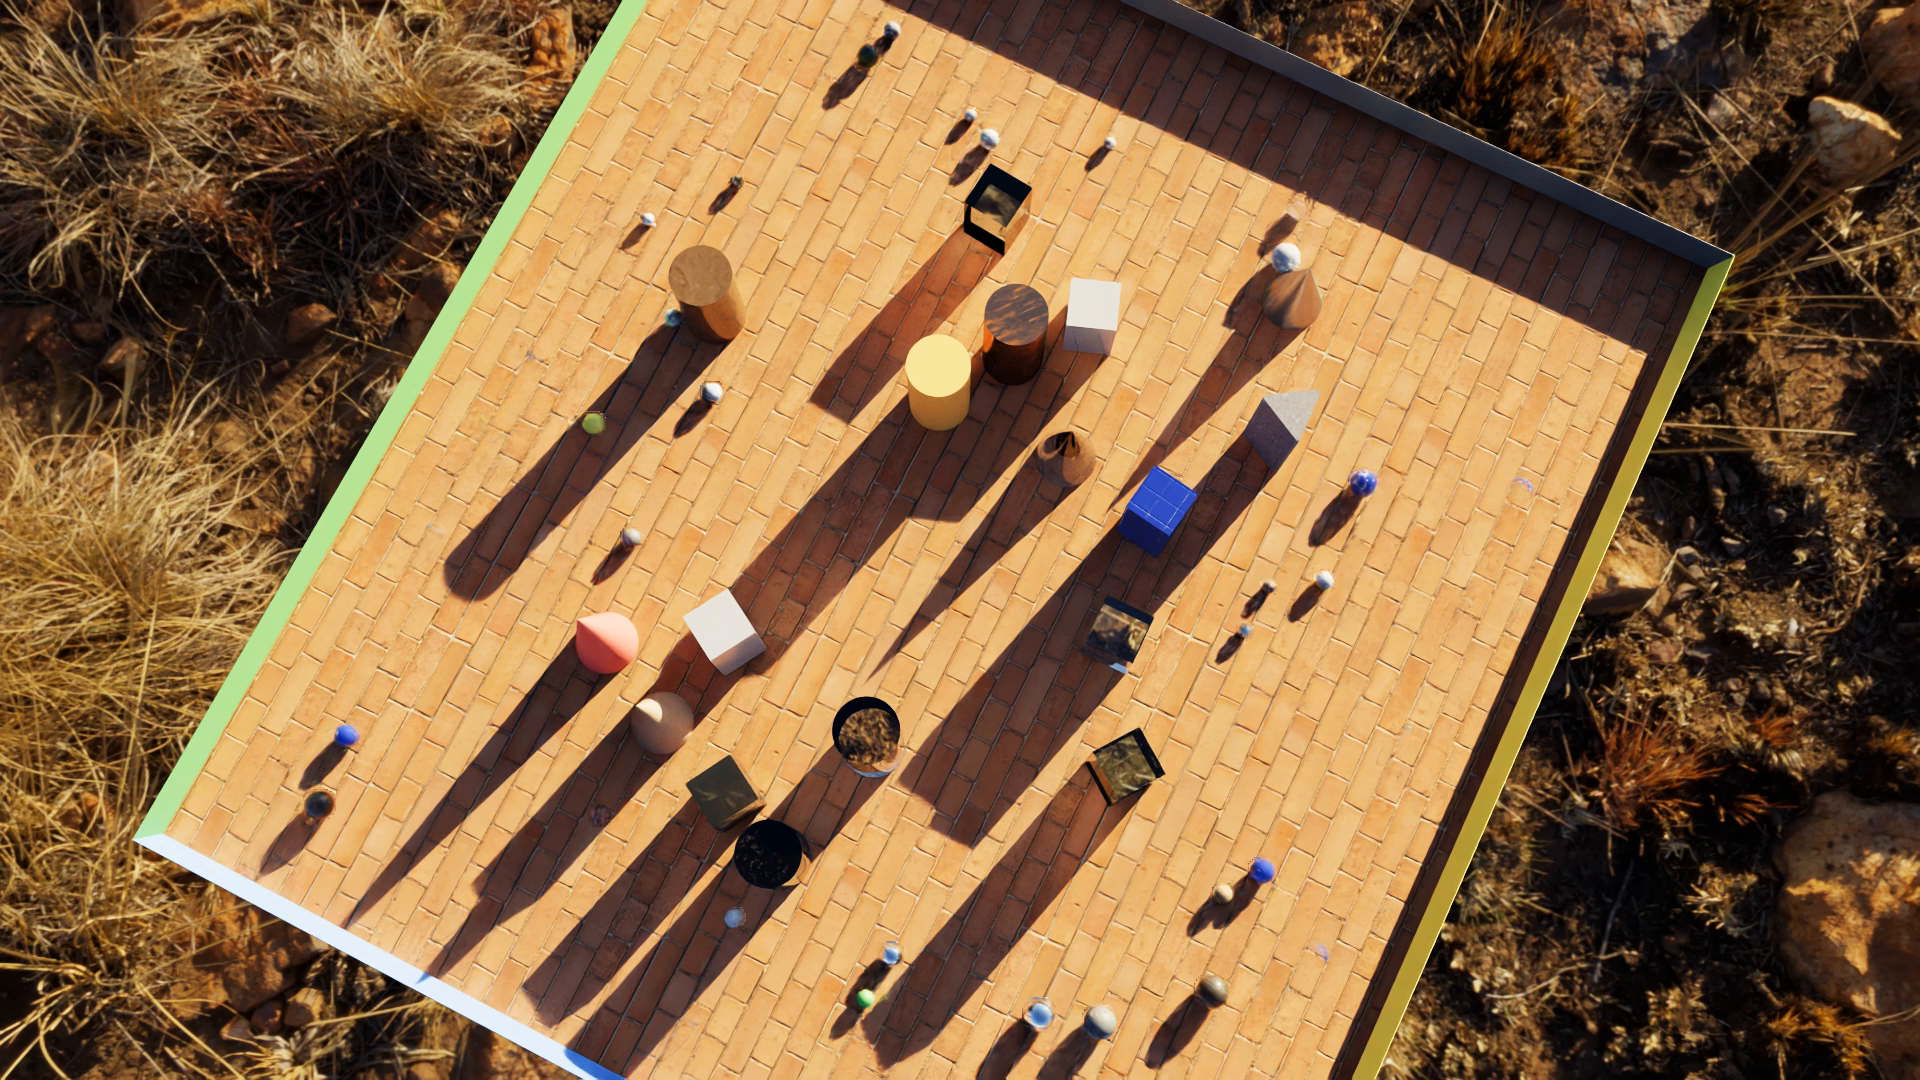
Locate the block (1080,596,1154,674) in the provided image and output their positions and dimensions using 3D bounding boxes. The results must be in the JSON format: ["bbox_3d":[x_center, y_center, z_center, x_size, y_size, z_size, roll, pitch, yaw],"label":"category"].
[{"bbox_3d":[0.465,0.283,5.439,0.151,0.233,0.151,25,79,5],"label":"block"}]

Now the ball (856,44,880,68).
[{"bbox_3d":[-0.295,-1.559,5.901,0.074,0.074,0.074,0,78,0],"label":"ball"}]

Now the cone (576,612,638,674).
[{"bbox_3d":[-1.069,0.266,5.333,0.189,0.446,0.189,0,78,0],"label":"cone"}]

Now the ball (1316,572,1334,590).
[{"bbox_3d":[1.107,0.124,5.563,0.054,0.054,0.054,0,78,0],"label":"ball"}]

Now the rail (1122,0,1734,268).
[{"bbox_3d":[0.827,-1.613,5.886,3.495,0.123,0.045,26,80,5],"label":"rail"}]

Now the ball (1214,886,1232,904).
[{"bbox_3d":[0.772,1.040,5.374,0.054,0.054,0.054,0,78,0],"label":"ball"}]

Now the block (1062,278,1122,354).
[{"bbox_3d":[0.403,-0.686,5.636,0.151,0.240,0.151,6,78,1],"label":"block"}]

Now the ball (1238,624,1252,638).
[{"bbox_3d":[0.860,0.275,5.537,0.044,0.044,0.044,0,78,0],"label":"ball"}]

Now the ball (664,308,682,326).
[{"bbox_3d":[-0.897,-0.695,5.727,0.058,0.058,0.058,0,78,0],"label":"ball"}]

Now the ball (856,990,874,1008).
[{"bbox_3d":[-0.275,1.330,5.315,0.052,0.052,0.052,0,78,0],"label":"ball"}]

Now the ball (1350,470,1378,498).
[{"bbox_3d":[1.235,-0.173,5.610,0.083,0.083,0.083,0,78,0],"label":"ball"}]

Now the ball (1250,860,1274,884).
[{"bbox_3d":[0.888,0.973,5.378,0.072,0.072,0.072,0,78,0],"label":"ball"}]

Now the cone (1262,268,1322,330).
[{"bbox_3d":[1.046,-0.783,5.620,0.189,0.310,0.189,0,78,0],"label":"cone"}]

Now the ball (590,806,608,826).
[{"bbox_3d":[-1.067,0.817,5.419,0.056,0.056,0.056,0,78,0],"label":"ball"}]

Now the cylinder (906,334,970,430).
[{"bbox_3d":[-0.063,-0.470,5.520,0.189,0.378,0.189,0,78,0],"label":"cylinder"}]

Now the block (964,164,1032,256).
[{"bbox_3d":[0.117,-1.026,5.702,0.151,0.247,0.151,32,80,6],"label":"block"}]

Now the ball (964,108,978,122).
[{"bbox_3d":[0.034,-1.362,5.877,0.042,0.042,0.042,0,78,0],"label":"ball"}]

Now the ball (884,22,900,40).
[{"bbox_3d":[-0.219,-1.649,5.930,0.054,0.054,0.054,0,78,0],"label":"ball"}]

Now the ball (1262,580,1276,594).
[{"bbox_3d":[0.939,0.142,5.566,0.042,0.042,0.042,0,78,0],"label":"ball"}]

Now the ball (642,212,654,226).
[{"bbox_3d":[-0.989,-1.015,5.805,0.042,0.042,0.042,0,78,0],"label":"ball"}]

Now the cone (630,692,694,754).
[{"bbox_3d":[-0.894,0.503,5.279,0.189,0.457,0.189,0,78,0],"label":"cone"}]

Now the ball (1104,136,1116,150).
[{"bbox_3d":[0.478,-1.269,5.859,0.040,0.040,0.040,0,78,0],"label":"ball"}]

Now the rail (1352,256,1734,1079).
[{"bbox_3d":[1.542,0.761,5.395,0.045,0.123,3.746,26,80,5],"label":"rail"}]

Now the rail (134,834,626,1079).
[{"bbox_3d":[-0.827,1.626,5.216,3.495,0.123,0.045,26,80,5],"label":"rail"}]

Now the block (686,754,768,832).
[{"bbox_3d":[-0.677,0.739,5.334,0.151,0.254,0.151,-33,80,-7],"label":"block"}]

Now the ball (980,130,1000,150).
[{"bbox_3d":[0.094,-1.279,5.849,0.064,0.064,0.064,0,78,0],"label":"ball"}]

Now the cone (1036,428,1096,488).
[{"bbox_3d":[0.327,-0.287,5.514,0.189,0.317,0.189,0,78,0],"label":"cone"}]

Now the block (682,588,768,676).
[{"bbox_3d":[-0.688,0.275,5.391,0.151,0.330,0.151,-33,80,-6],"label":"block"}]

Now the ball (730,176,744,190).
[{"bbox_3d":[-0.712,-1.137,5.829,0.045,0.045,0.045,0,78,0],"label":"ball"}]

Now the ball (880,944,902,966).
[{"bbox_3d":[-0.199,1.208,5.333,0.066,0.066,0.066,0,78,0],"label":"ball"}]

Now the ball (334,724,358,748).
[{"bbox_3d":[-1.830,0.584,5.461,0.069,0.069,0.069,0,78,0],"label":"ball"}]

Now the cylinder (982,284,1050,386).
[{"bbox_3d":[0.165,-0.616,5.536,0.189,0.408,0.189,0,78,0],"label":"cylinder"}]

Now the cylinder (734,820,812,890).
[{"bbox_3d":[-0.533,0.906,5.255,0.189,0.341,0.189,0,78,0],"label":"cylinder"}]

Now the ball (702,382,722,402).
[{"bbox_3d":[-0.768,-0.457,5.680,0.060,0.060,0.060,0,78,0],"label":"ball"}]

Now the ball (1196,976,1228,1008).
[{"bbox_3d":[0.730,1.307,5.298,0.094,0.094,0.094,0,78,0],"label":"ball"}]

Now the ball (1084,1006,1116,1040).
[{"bbox_3d":[0.403,1.392,5.280,0.095,0.095,0.095,0,78,0],"label":"ball"}]

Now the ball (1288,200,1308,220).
[{"bbox_3d":[1.070,-1.047,5.801,0.063,0.063,0.063,0,78,0],"label":"ball"}]

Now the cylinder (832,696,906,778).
[{"bbox_3d":[-0.258,0.570,5.269,0.189,0.450,0.189,0,78,0],"label":"cylinder"}]

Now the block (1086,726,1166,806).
[{"bbox_3d":[0.474,0.660,5.307,0.151,0.338,0.151,-28,80,-5],"label":"block"}]

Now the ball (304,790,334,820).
[{"bbox_3d":[-1.892,0.783,5.411,0.086,0.086,0.086,0,78,0],"label":"ball"}]

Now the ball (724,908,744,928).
[{"bbox_3d":[-0.660,1.106,5.359,0.055,0.055,0.055,0,78,0],"label":"ball"}]

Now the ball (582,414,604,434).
[{"bbox_3d":[-1.130,-0.358,5.656,0.067,0.067,0.067,0,78,0],"label":"ball"}]

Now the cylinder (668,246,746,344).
[{"bbox_3d":[-0.766,-0.743,5.584,0.189,0.364,0.189,0,78,0],"label":"cylinder"}]

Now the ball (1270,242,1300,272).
[{"bbox_3d":[1.022,-0.885,5.750,0.094,0.094,0.094,0,78,0],"label":"ball"}]

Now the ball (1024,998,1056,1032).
[{"bbox_3d":[0.231,1.370,5.286,0.091,0.091,0.091,0,78,0],"label":"ball"}]

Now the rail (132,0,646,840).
[{"bbox_3d":[-1.542,-0.748,5.707,0.045,0.123,3.746,26,80,5],"label":"rail"}]

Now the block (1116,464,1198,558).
[{"bbox_3d":[0.584,-0.081,5.460,0.151,0.340,0.151,35,80,7],"label":"block"}]

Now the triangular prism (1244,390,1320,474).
[{"bbox_3d":[0.983,-0.351,5.487,0.142,0.396,0.164,-35,80,-7],"label":"triangular prism"}]

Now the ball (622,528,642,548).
[{"bbox_3d":[-1.002,-0.005,5.587,0.060,0.060,0.060,0,78,0],"label":"ball"}]
